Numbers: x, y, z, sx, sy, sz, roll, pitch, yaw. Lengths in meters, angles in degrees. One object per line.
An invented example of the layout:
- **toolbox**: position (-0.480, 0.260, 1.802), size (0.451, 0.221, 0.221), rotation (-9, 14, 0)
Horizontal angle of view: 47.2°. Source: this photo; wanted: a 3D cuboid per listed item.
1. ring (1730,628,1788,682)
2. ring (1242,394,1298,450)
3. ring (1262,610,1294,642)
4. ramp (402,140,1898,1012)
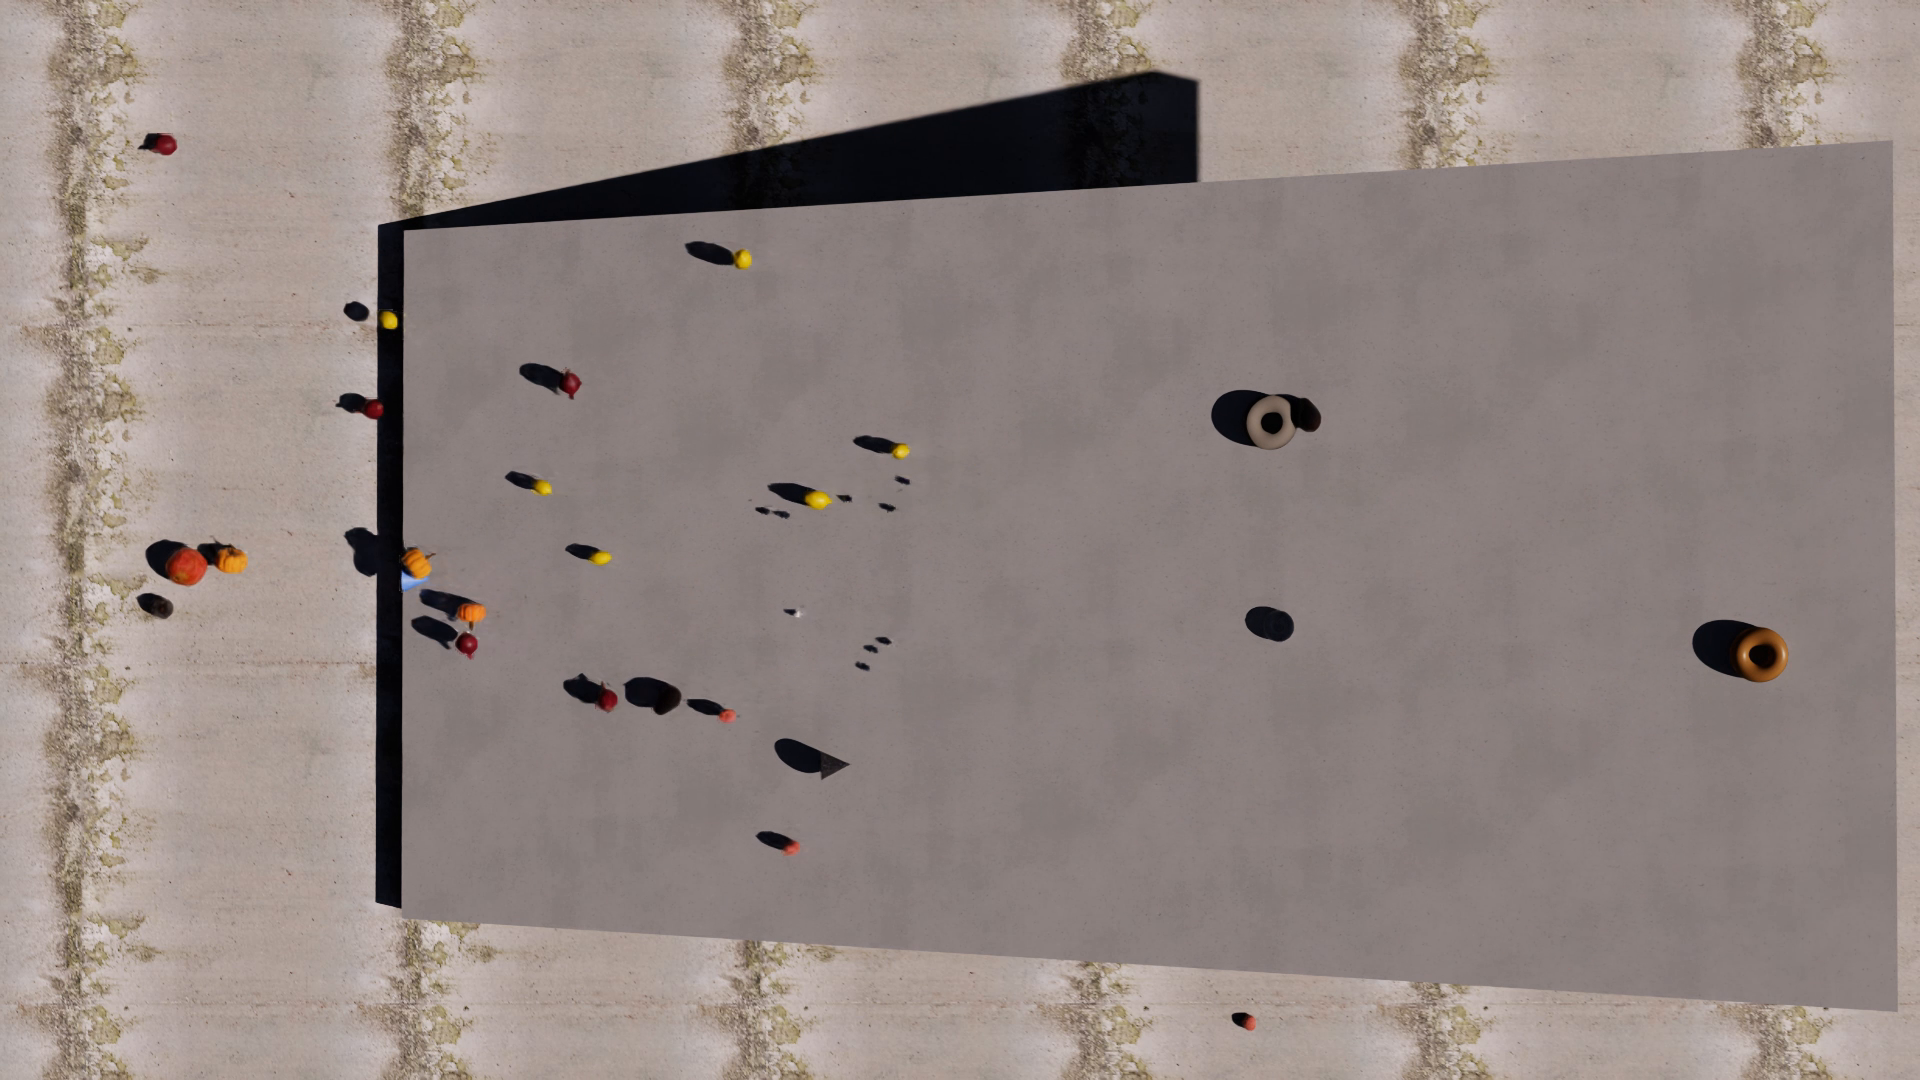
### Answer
- **ring**: position (1.861, 0.267, 5.123), size (0.130, 0.043, 0.130), rotation (0, 90, 19)
- **ring**: position (0.777, -0.295, 5.516), size (0.139, 0.046, 0.139), rotation (-1, 88, 21)
- **ring**: position (0.798, 0.216, 5.512), size (0.080, 0.027, 0.080), rotation (0, 89, 21)
- **ramp**: position (0.280, 0.090, 5.766), size (4.000, 0.100, 2.000), rotation (0, 89, 20)
